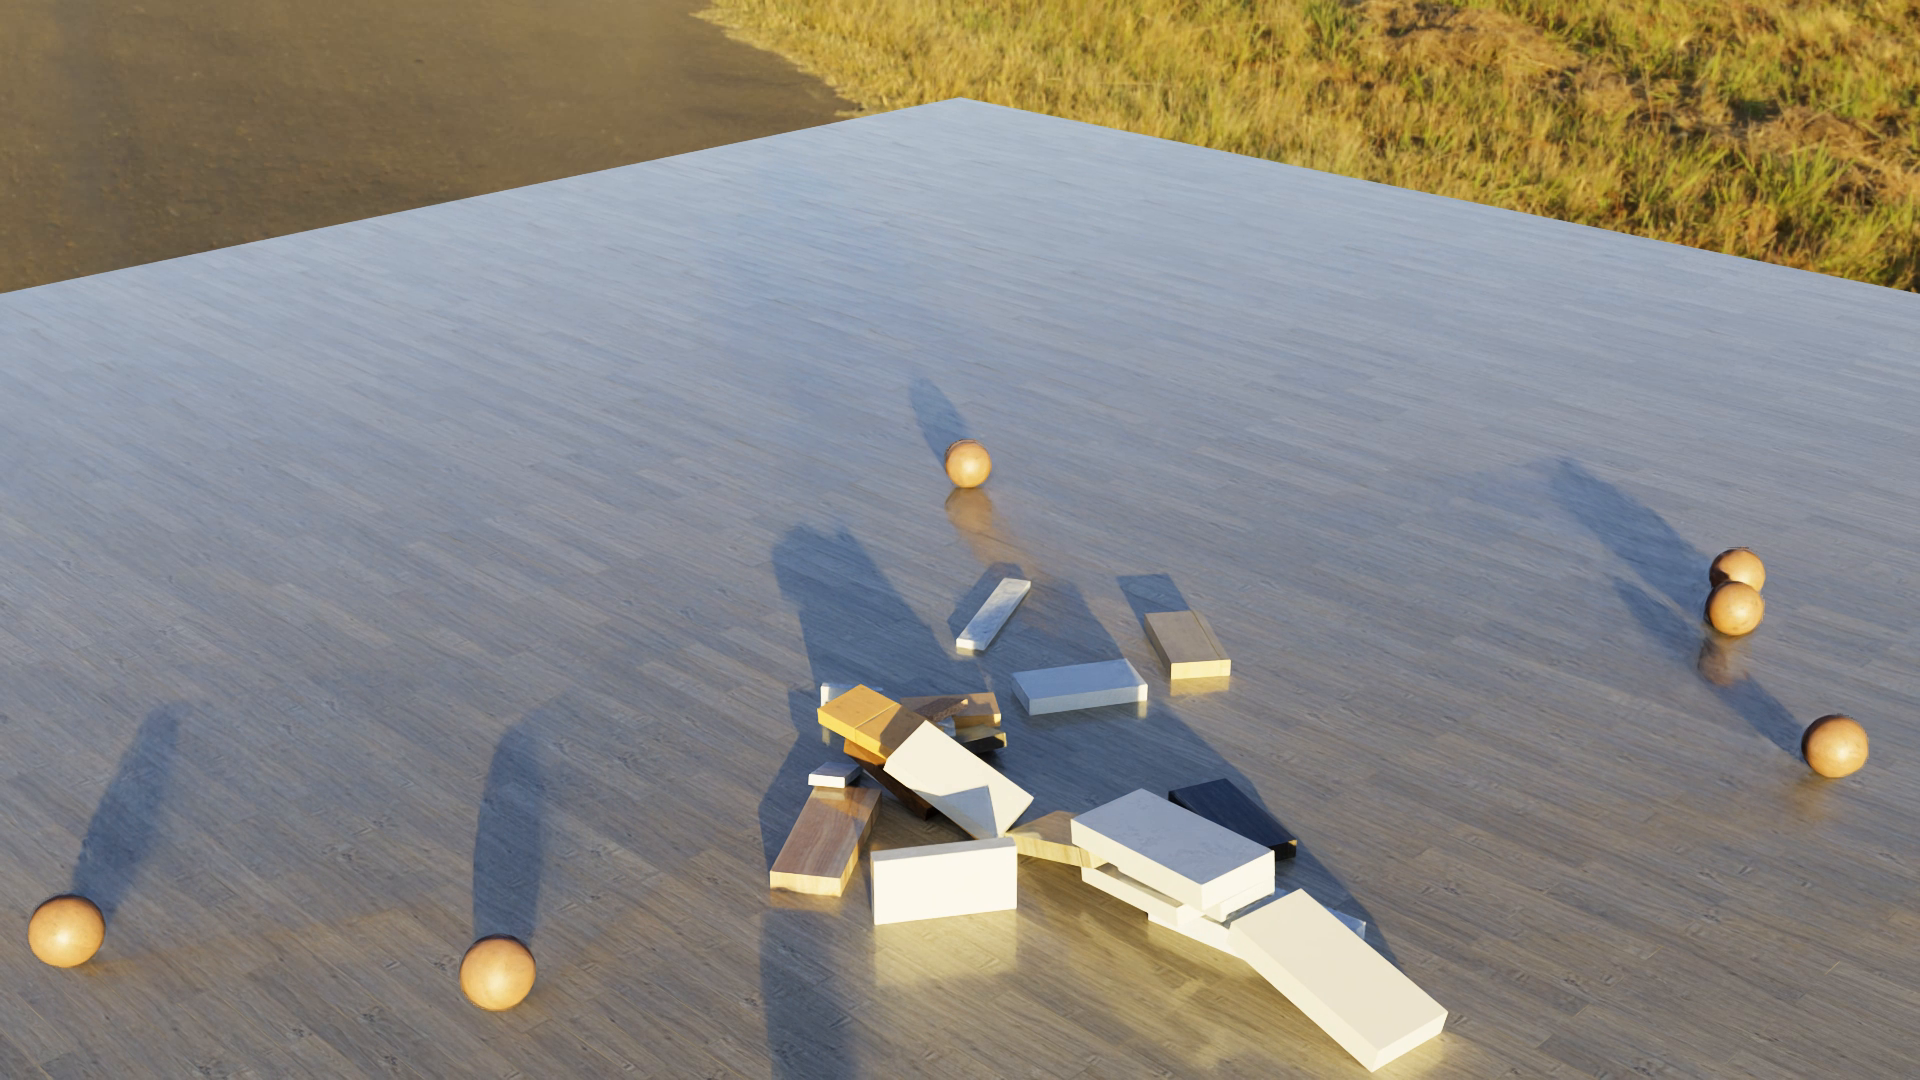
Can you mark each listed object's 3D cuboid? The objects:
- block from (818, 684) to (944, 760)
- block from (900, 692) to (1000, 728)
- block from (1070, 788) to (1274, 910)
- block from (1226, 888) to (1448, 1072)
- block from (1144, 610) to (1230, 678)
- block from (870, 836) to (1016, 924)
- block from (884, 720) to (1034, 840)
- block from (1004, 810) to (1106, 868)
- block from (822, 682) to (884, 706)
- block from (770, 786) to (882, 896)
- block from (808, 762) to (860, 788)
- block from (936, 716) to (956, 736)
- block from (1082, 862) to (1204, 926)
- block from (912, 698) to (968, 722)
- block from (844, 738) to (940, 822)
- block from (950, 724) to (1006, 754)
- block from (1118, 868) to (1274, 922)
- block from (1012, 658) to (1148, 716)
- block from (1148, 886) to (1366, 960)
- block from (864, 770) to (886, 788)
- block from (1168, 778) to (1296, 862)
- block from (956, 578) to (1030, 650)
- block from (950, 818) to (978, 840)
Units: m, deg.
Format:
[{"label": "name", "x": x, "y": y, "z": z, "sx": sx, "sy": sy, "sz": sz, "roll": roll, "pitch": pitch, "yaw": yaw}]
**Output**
[{"label": "block", "x": -0.164, "y": 0.380, "z": 4.526, "sx": 0.246, "sy": 0.035, "sz": 0.123, "roll": 24, "pitch": 39, "yaw": 39}, {"label": "block", "x": -0.022, "y": 0.378, "z": 4.832, "sx": 0.210, "sy": 0.030, "sz": 0.105, "roll": -3, "pitch": 23, "yaw": -7}, {"label": "block", "x": 0.386, "y": 0.562, "z": 4.027, "sx": 0.177, "sy": 0.050, "sz": 0.354, "roll": -19, "pitch": 24, "yaw": -33}, {"label": "block", "x": 0.650, "y": 0.758, "z": 3.814, "sx": 0.177, "sy": 0.050, "sz": 0.354, "roll": -18, "pitch": 41, "yaw": -35}, {"label": "block", "x": 0.529, "y": 0.242, "z": 5.140, "sx": 0.137, "sy": 0.039, "sz": 0.275, "roll": -3, "pitch": 23, "yaw": -8}, {"label": "block", "x": -0.030, "y": 0.634, "z": 4.095, "sx": 0.269, "sy": 0.135, "sz": 0.038, "roll": -5, "pitch": 23, "yaw": -11}, {"label": "block", "x": -0.003, "y": 0.483, "z": 4.364, "sx": 0.269, "sy": 0.038, "sz": 0.135, "roll": 35, "pitch": 47, "yaw": 14}, {"label": "block", "x": 0.221, "y": 0.576, "z": 4.243, "sx": 0.134, "sy": 0.038, "sz": 0.268, "roll": -18, "pitch": 11, "yaw": -33}, {"label": "block", "x": -0.237, "y": 0.354, "z": 4.841, "sx": 0.135, "sy": 0.067, "sz": 0.019, "roll": 4, "pitch": 23, "yaw": 8}, {"label": "block", "x": -0.260, "y": 0.586, "z": 4.330, "sx": 0.137, "sy": 0.039, "sz": 0.347, "roll": 4, "pitch": 23, "yaw": 10}, {"label": "block", "x": -0.258, "y": 0.484, "z": 4.537, "sx": 0.073, "sy": 0.021, "sz": 0.146, "roll": 4, "pitch": 5, "yaw": 10}, {"label": "block", "x": -0.120, "y": 0.406, "z": 4.715, "sx": 0.210, "sy": 0.030, "sz": 0.105, "roll": -7, "pitch": 10, "yaw": -6}, {"label": "block", "x": 0.364, "y": 0.635, "z": 4.089, "sx": 0.134, "sy": 0.038, "sz": 0.268, "roll": -18, "pitch": 22, "yaw": -33}, {"label": "block", "x": -0.048, "y": 0.368, "z": 4.745, "sx": 0.068, "sy": 0.019, "sz": 0.135, "roll": 1, "pitch": 12, "yaw": 34}, {"label": "block", "x": -0.110, "y": 0.465, "z": 4.505, "sx": 0.123, "sy": 0.035, "sz": 0.246, "roll": -27, "pitch": 52, "yaw": -37}, {"label": "block", "x": -0.019, "y": 0.435, "z": 4.663, "sx": 0.210, "sy": 0.030, "sz": 0.105, "roll": -11, "pitch": 11, "yaw": -25}, {"label": "block", "x": 0.429, "y": 0.609, "z": 4.018, "sx": 0.134, "sy": 0.038, "sz": 0.268, "roll": -19, "pitch": 25, "yaw": -34}, {"label": "block", "x": 0.267, "y": 0.329, "z": 4.936, "sx": 0.274, "sy": 0.039, "sz": 0.137, "roll": -6, "pitch": 24, "yaw": -14}, {"label": "block", "x": 0.544, "y": 0.701, "z": 4.045, "sx": 0.354, "sy": 0.050, "sz": 0.177, "roll": 18, "pitch": 29, "yaw": 36}, {"label": "block", "x": -0.120, "y": 0.490, "z": 4.517, "sx": 0.146, "sy": 0.021, "sz": 0.073, "roll": 33, "pitch": 44, "yaw": 25}, {"label": "block", "x": 0.540, "y": 0.565, "z": 4.381, "sx": 0.135, "sy": 0.038, "sz": 0.269, "roll": -10, "pitch": 25, "yaw": -22}, {"label": "block", "x": 0.084, "y": 0.176, "z": 5.322, "sx": 0.068, "sy": 0.019, "sz": 0.374, "roll": 7, "pitch": 24, "yaw": 17}, {"label": "block", "x": -0.002, "y": 0.500, "z": 4.430, "sx": 0.246, "sy": 0.035, "sz": 0.123, "roll": 35, "pitch": 45, "yaw": 28}]
